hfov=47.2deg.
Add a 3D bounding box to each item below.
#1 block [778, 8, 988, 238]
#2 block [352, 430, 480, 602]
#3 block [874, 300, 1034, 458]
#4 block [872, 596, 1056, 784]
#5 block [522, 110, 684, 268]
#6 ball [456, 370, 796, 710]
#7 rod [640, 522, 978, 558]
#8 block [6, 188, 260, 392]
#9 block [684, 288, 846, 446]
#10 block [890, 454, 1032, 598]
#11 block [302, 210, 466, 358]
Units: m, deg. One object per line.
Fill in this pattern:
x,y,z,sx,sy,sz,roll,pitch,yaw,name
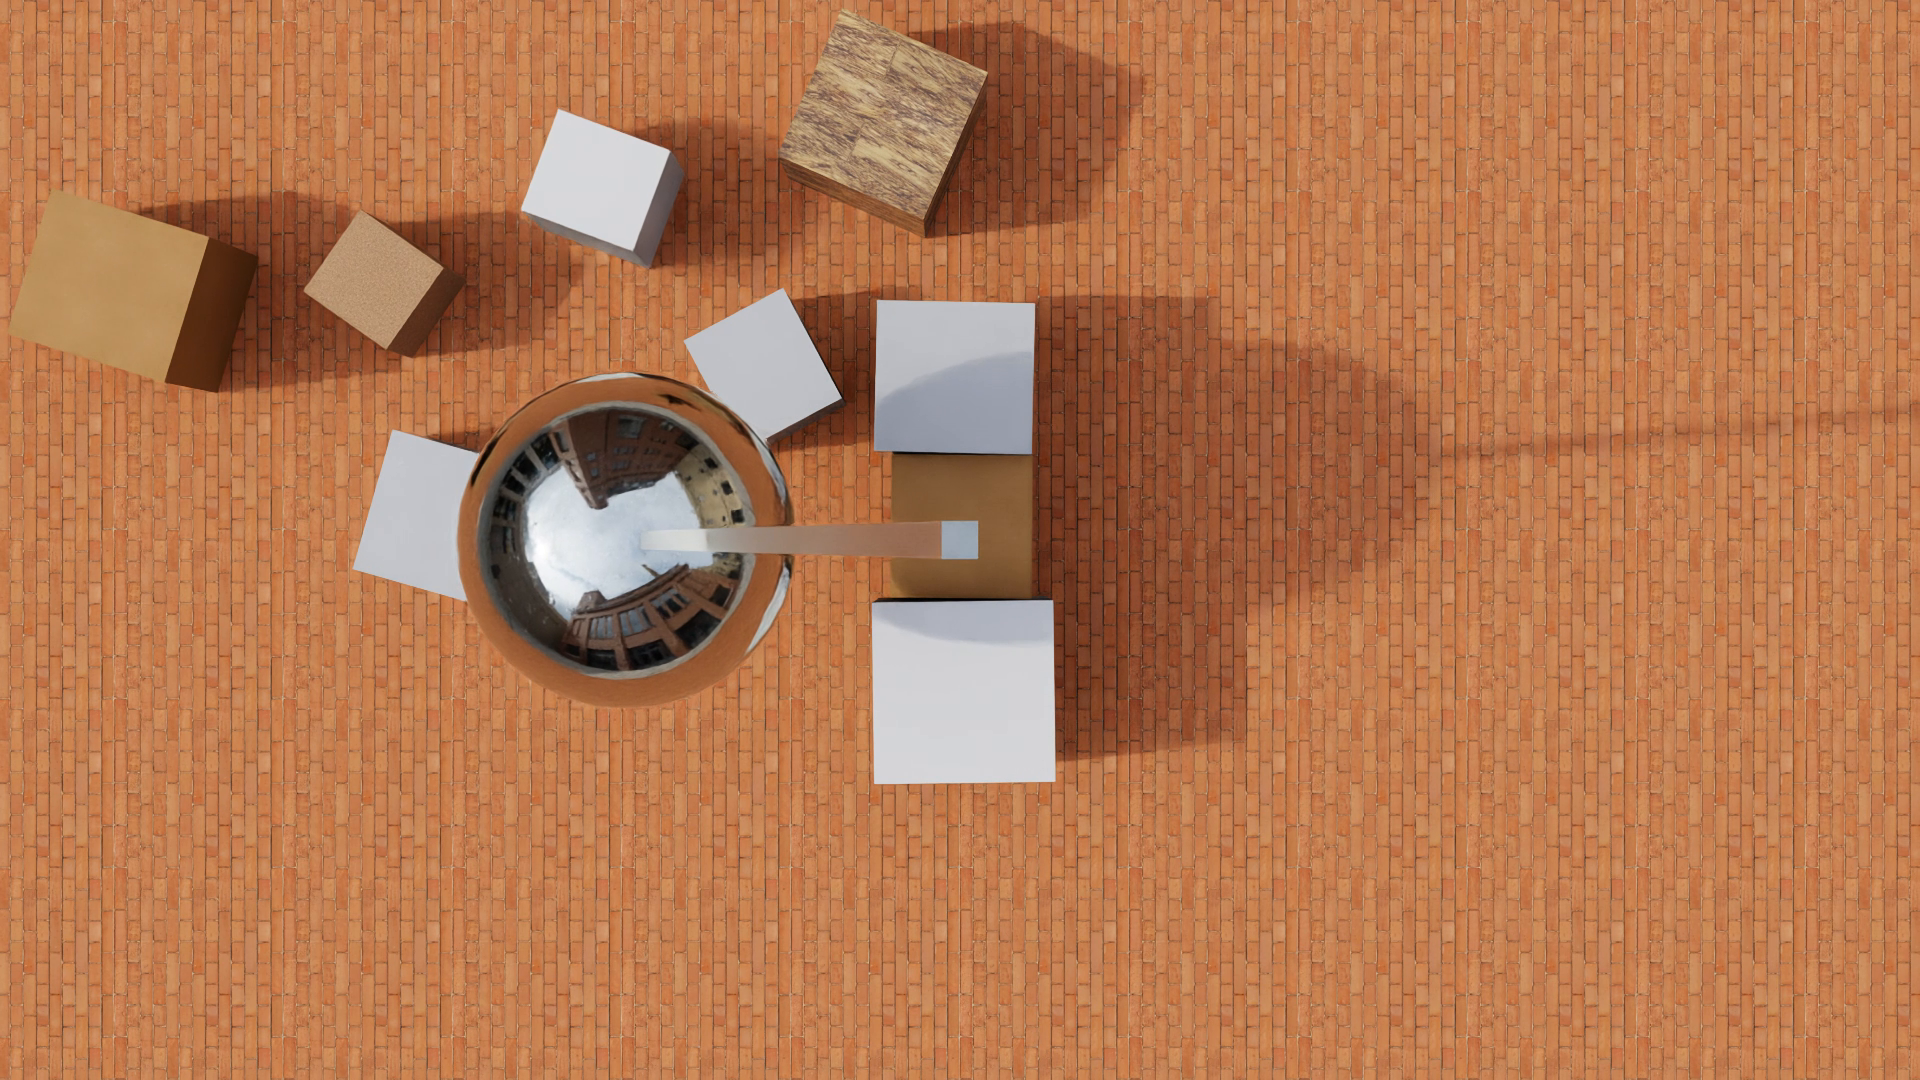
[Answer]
-0.429,-2.368,12.607,0.887,0.786,0.895,24,90,0,block
-2.888,-0.120,12.607,0.779,0.785,0.807,16,90,0,block
-0.030,-0.895,12.540,0.867,0.920,0.828,1,90,0,block
0.020,0.832,12.514,0.991,0.972,0.992,-1,90,0,block
-2.040,-2.005,12.645,0.667,0.697,0.603,20,89,0,block
-1.573,0.000,10.431,1.600,1.600,1.600,0,90,0,ball
-0.682,0.000,7.150,0.080,5.200,0.080,0,90,-15,rod
-4.699,-1.405,12.564,0.909,0.872,0.841,17,90,0,block
-1.112,-0.961,12.695,0.635,0.610,0.704,-28,90,0,block
0.009,-0.075,12.646,0.790,0.709,0.800,1,90,0,block
-3.311,-1.471,12.705,0.574,0.590,0.566,35,90,0,block
